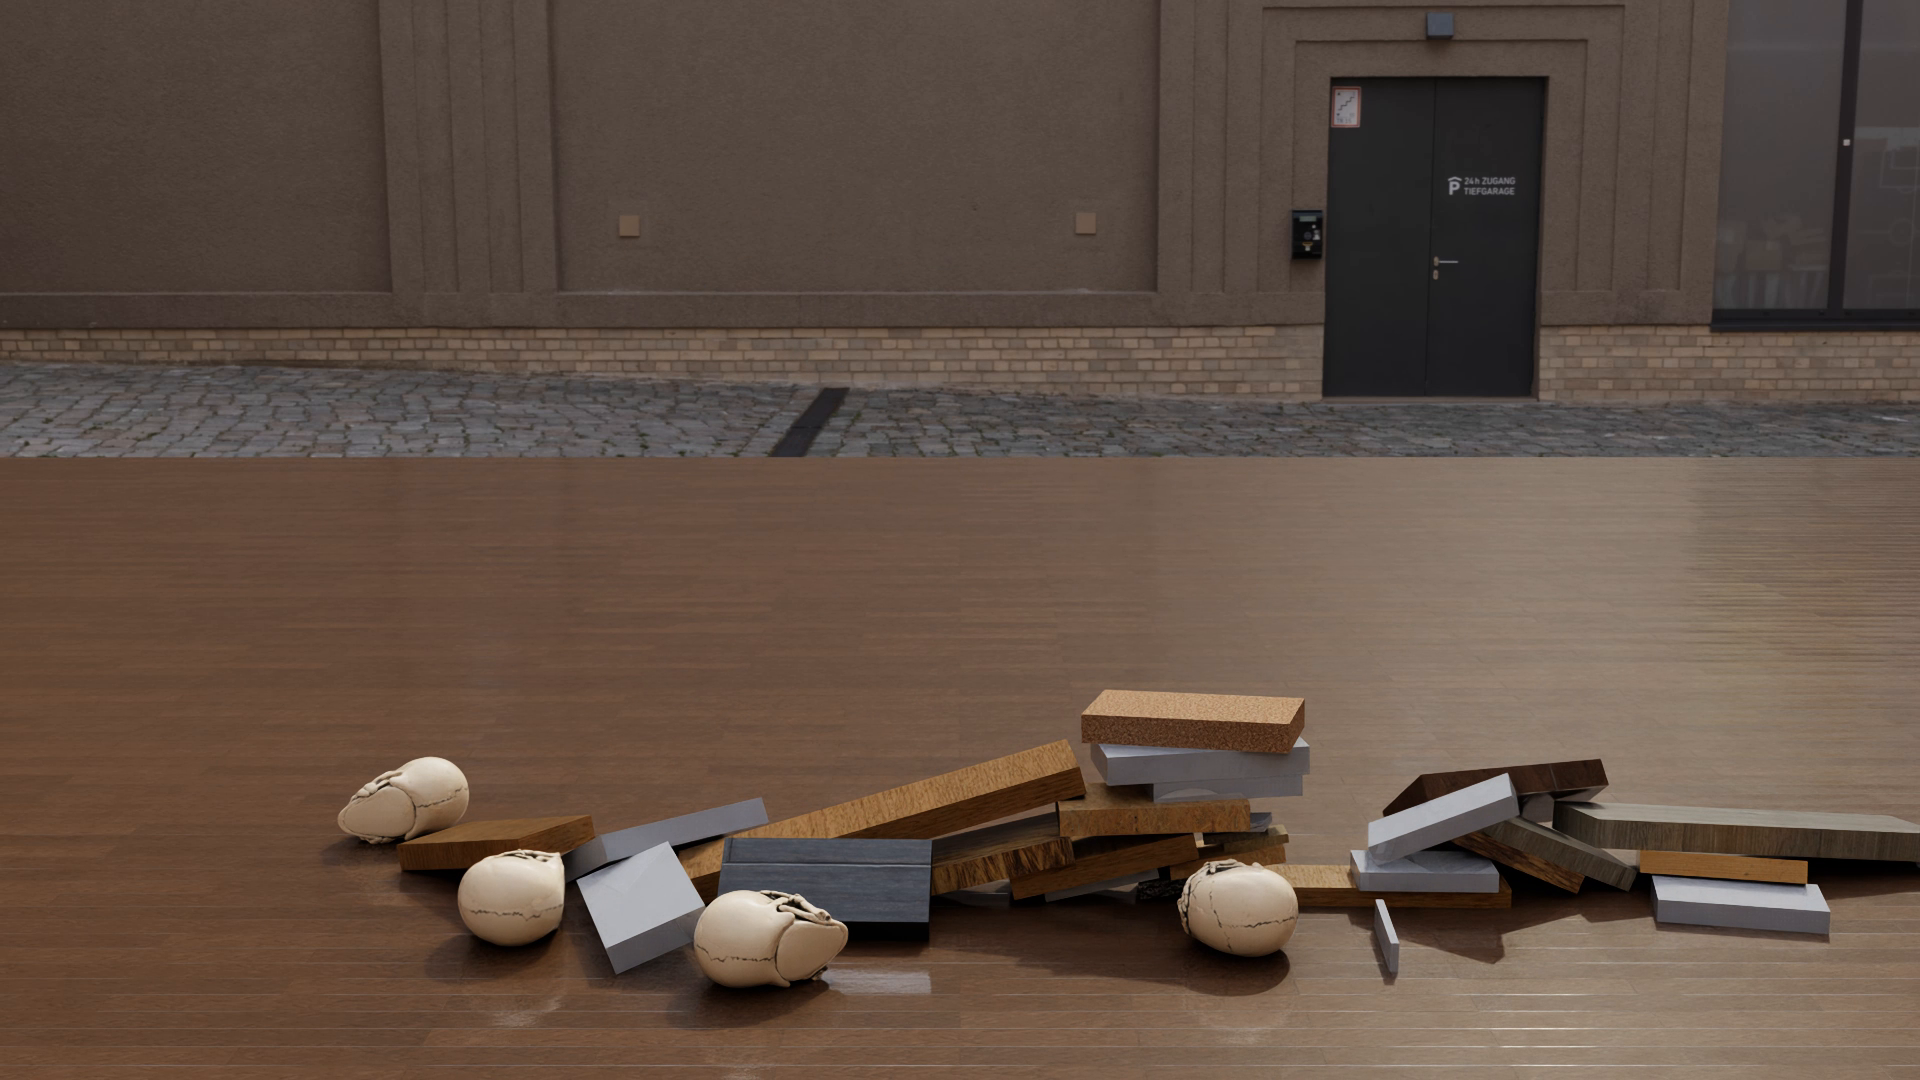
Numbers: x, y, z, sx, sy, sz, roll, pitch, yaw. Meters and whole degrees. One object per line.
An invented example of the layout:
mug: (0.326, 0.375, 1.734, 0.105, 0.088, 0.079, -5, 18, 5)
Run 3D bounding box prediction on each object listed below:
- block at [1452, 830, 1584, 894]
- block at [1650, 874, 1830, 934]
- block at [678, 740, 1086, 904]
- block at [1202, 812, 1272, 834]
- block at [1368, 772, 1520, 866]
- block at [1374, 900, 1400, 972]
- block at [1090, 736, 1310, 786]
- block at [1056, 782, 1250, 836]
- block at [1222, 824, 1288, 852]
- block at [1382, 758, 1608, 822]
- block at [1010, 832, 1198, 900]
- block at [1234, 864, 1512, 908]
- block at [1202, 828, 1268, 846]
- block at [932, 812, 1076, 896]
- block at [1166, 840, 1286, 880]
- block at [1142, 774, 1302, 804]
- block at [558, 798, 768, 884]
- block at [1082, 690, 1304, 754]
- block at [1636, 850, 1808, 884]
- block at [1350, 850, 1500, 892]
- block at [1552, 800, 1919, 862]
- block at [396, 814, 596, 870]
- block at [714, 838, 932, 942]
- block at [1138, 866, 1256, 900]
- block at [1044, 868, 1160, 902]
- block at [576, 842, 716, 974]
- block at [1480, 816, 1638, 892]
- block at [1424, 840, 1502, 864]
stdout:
block: (0.922, 0.522, 3.686, 0.225, 0.032, 0.113, 23, 5, -4)
block: (1.263, 0.589, 3.571, 0.261, 0.037, 0.131, 2, 11, 12)
block: (-0.135, 0.472, 3.678, 0.687, 0.047, 0.167, -16, 11, -2)
block: (0.458, 0.468, 3.643, 0.107, 0.015, 0.054, -5, 11, 23)
block: (0.798, 0.462, 3.638, 0.247, 0.035, 0.123, -23, 6, 14)
block: (0.663, 0.613, 3.417, 0.013, 0.046, 0.192, 1, 11, 4)
block: (0.396, 0.354, 3.661, 0.335, 0.047, 0.167, -3, 10, -6)
block: (0.315, 0.442, 3.638, 0.309, 0.044, 0.154, -2, 10, 0)
block: (0.487, 0.494, 3.646, 0.107, 0.015, 0.054, -9, 10, 1)
block: (0.932, 0.450, 3.835, 0.345, 0.049, 0.172, -3, -27, -16)
block: (0.235, 0.519, 3.658, 0.309, 0.044, 0.154, -13, 10, 3)
block: (0.682, 0.576, 3.659, 0.443, 0.032, 0.113, 0, 11, 2)
block: (0.456, 0.484, 3.645, 0.107, 0.015, 0.054, -8, 10, 6)
block: (0.032, 0.524, 3.646, 0.309, 0.044, 0.154, -13, 10, 2)
block: (0.438, 0.522, 3.653, 0.191, 0.027, 0.095, -9, 10, 0)
block: (0.432, 0.396, 3.650, 0.247, 0.035, 0.123, -3, 10, -5)
block: (-0.506, 0.513, 3.764, 0.322, 0.046, 0.161, -9, -14, -40)
block: (0.391, 0.302, 3.679, 0.345, 0.049, 0.172, 1, 10, 17)
block: (1.272, 0.547, 3.682, 0.261, 0.037, 0.131, 2, -8, 15)
block: (0.766, 0.547, 3.636, 0.225, 0.032, 0.113, 0, 11, 2)
block: (1.360, 0.503, 3.793, 0.639, 0.049, 0.172, 4, 3, -10)
block: (-0.791, 0.516, 3.744, 0.322, 0.046, 0.161, -9, 3, 39)
block: (-0.214, 0.556, 3.505, 0.335, 0.047, 0.167, 0, 42, 2)
block: (0.391, 0.556, 3.660, 0.191, 0.027, 0.095, -8, 10, 3)
block: (0.234, 0.555, 3.665, 0.191, 0.027, 0.095, -13, 10, 4)
block: (-0.501, 0.577, 3.479, 0.161, 0.046, 0.322, -22, 16, -13)
block: (0.994, 0.513, 3.704, 0.261, 0.037, 0.131, 22, 5, -15)
block: (0.890, 0.537, 3.858, 0.247, 0.035, 0.123, -6, 12, -30)
